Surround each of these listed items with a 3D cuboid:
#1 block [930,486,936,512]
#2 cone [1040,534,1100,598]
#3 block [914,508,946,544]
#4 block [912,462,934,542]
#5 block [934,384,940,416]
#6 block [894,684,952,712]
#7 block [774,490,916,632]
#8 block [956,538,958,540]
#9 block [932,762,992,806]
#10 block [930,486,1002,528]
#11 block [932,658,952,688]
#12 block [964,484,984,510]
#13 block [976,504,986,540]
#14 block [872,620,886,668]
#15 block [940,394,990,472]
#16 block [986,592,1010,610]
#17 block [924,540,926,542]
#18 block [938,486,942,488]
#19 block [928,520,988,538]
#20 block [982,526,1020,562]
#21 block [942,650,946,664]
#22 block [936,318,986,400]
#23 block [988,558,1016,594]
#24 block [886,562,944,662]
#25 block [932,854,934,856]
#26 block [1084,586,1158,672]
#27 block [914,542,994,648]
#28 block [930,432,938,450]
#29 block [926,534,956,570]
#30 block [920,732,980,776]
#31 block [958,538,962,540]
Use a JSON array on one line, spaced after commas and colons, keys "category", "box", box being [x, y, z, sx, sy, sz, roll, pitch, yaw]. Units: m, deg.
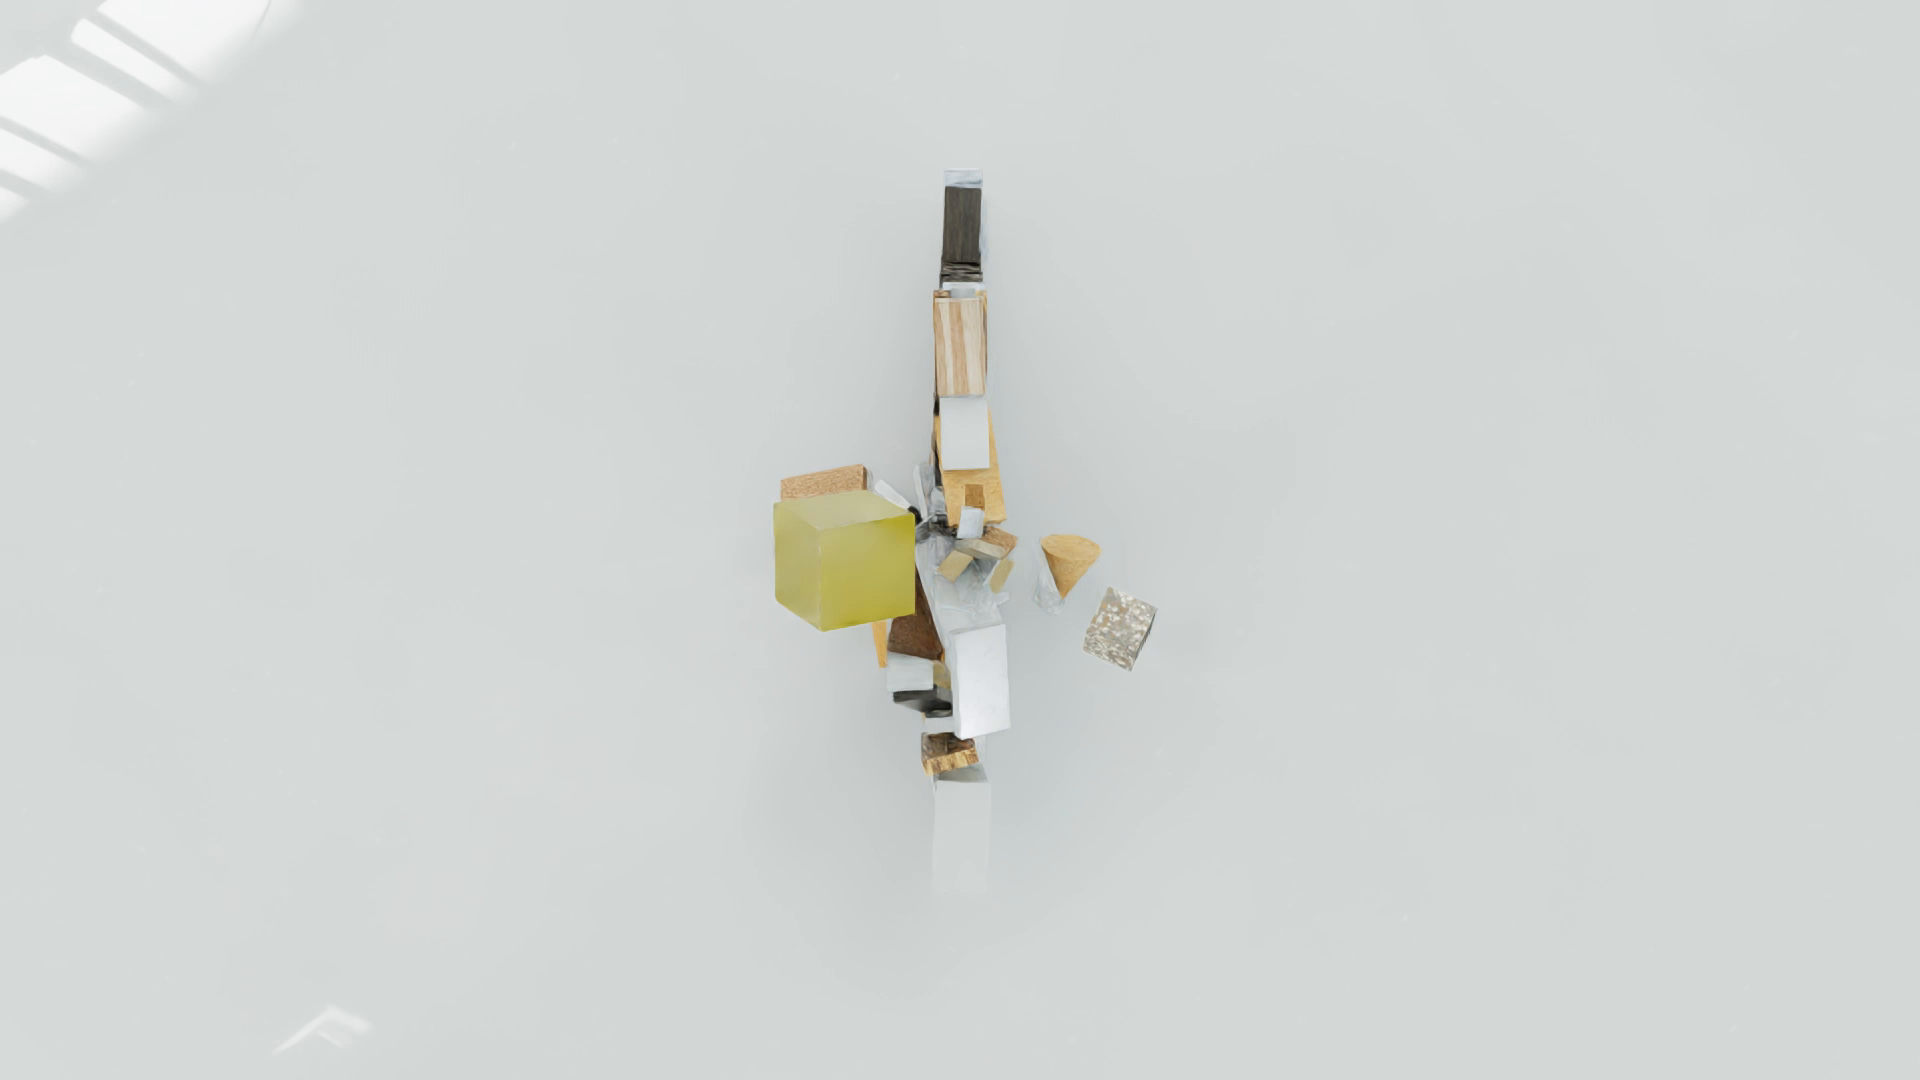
[{"category": "block", "box": [-0.027, -0.184, 5.241, 0.111, 0.278, 0.031, 13, 135, -7]}, {"category": "cone", "box": [0.336, 0.107, 5.211, 0.191, 0.191, 0.191, 8, 115, 0]}, {"category": "block", "box": [-0.103, -0.033, 4.991, 0.189, 0.014, 0.048, -39, 118, -38]}, {"category": "block", "box": [-0.038, -0.094, 5.216, 0.167, 0.355, 0.047, 6, 135, -19]}, {"category": "block", "box": [-0.001, -0.430, 4.939, 0.151, 0.302, 0.043, 1, 68, -2]}, {"category": "block", "box": [-0.092, 0.470, 4.875, 0.131, 0.263, 0.037, -8, 76, 15]}, {"category": "block", "box": [-0.288, 0.046, 4.091, 0.258, 0.258, 0.258, -10, 110, -30]}, {"category": "block", "box": [0.022, -0.017, 5.057, 0.095, 0.014, 0.048, -31, 132, -1]}, {"category": "block", "box": [0.001, 0.755, 5.066, 0.163, 0.326, 0.046, -4, 97, -3]}, {"category": "block", "box": [0.017, -0.100, 4.883, 0.162, 0.410, 0.046, 14, 95, -9]}, {"category": "block", "box": [-0.116, 0.405, 5.108, 0.131, 0.263, 0.037, -18, 61, 9]}, {"category": "block", "box": [0.041, -0.119, 4.581, 0.050, 0.101, 0.014, 4, 128, -5]}, {"category": "block", "box": [0.040, -0.052, 4.592, 0.050, 0.014, 0.101, 5, 117, -5]}, {"category": "block", "box": [-0.202, 0.226, 5.185, 0.163, 0.046, 0.326, -11, 90, 0]}, {"category": "block", "box": [0.012, -0.328, 4.628, 0.132, 0.037, 0.265, -2, 87, -3]}, {"category": "block", "box": [0.082, 0.195, 5.042, 0.078, 0.156, 0.022, -11, 78, -30]}, {"category": "block", "box": [-0.122, 0.152, 5.140, 0.167, 0.047, 0.335, -11, 90, -36]}, {"category": "block", "box": [0.008, -0.237, 5.190, 0.111, 0.031, 0.221, 15, 71, -5]}, {"category": "block", "box": [-0.007, -0.036, 4.868, 0.102, 0.273, 0.029, -10, 97, -15]}, {"category": "block", "box": [0.102, 0.006, 4.839, 0.102, 0.204, 0.029, 26, 107, 8]}, {"category": "block", "box": [-0.103, 0.381, 5.143, 0.112, 0.234, 0.032, -11, 61, -4]}, {"category": "block", "box": [0.000, -0.512, 4.636, 0.132, 0.037, 0.265, 0, 131, -2]}, {"category": "block", "box": [-0.023, 0.128, 5.354, 0.292, 0.292, 0.292, 29, 90, 0]}, {"category": "block", "box": [-0.110, 0.200, 4.835, 0.159, 0.045, 0.318, 12, 50, -2]}, {"category": "block", "box": [-0.001, 0.971, 5.199, 0.163, 0.601, 0.046, 0, 91, 0]}, {"category": "block", "box": [0.388, 0.216, 3.999, 0.128, 0.128, 0.128, 24, 66, 11]}, {"category": "block", "box": [-0.017, 0.153, 4.835, 0.159, 0.045, 0.352, -7, 53, -17]}, {"category": "block", "box": [0.003, -0.304, 4.885, 0.162, 0.324, 0.046, -2, 89, -4]}, {"category": "block", "box": [-0.053, 0.039, 4.878, 0.062, 0.017, 0.123, 16, 48, 3]}, {"category": "block", "box": [-0.034, 0.632, 5.038, 0.163, 0.368, 0.046, -15, 97, 0]}, {"category": "block", "box": [0.026, 0.004, 4.867, 0.062, 0.201, 0.017, 15, 103, -1]}]
